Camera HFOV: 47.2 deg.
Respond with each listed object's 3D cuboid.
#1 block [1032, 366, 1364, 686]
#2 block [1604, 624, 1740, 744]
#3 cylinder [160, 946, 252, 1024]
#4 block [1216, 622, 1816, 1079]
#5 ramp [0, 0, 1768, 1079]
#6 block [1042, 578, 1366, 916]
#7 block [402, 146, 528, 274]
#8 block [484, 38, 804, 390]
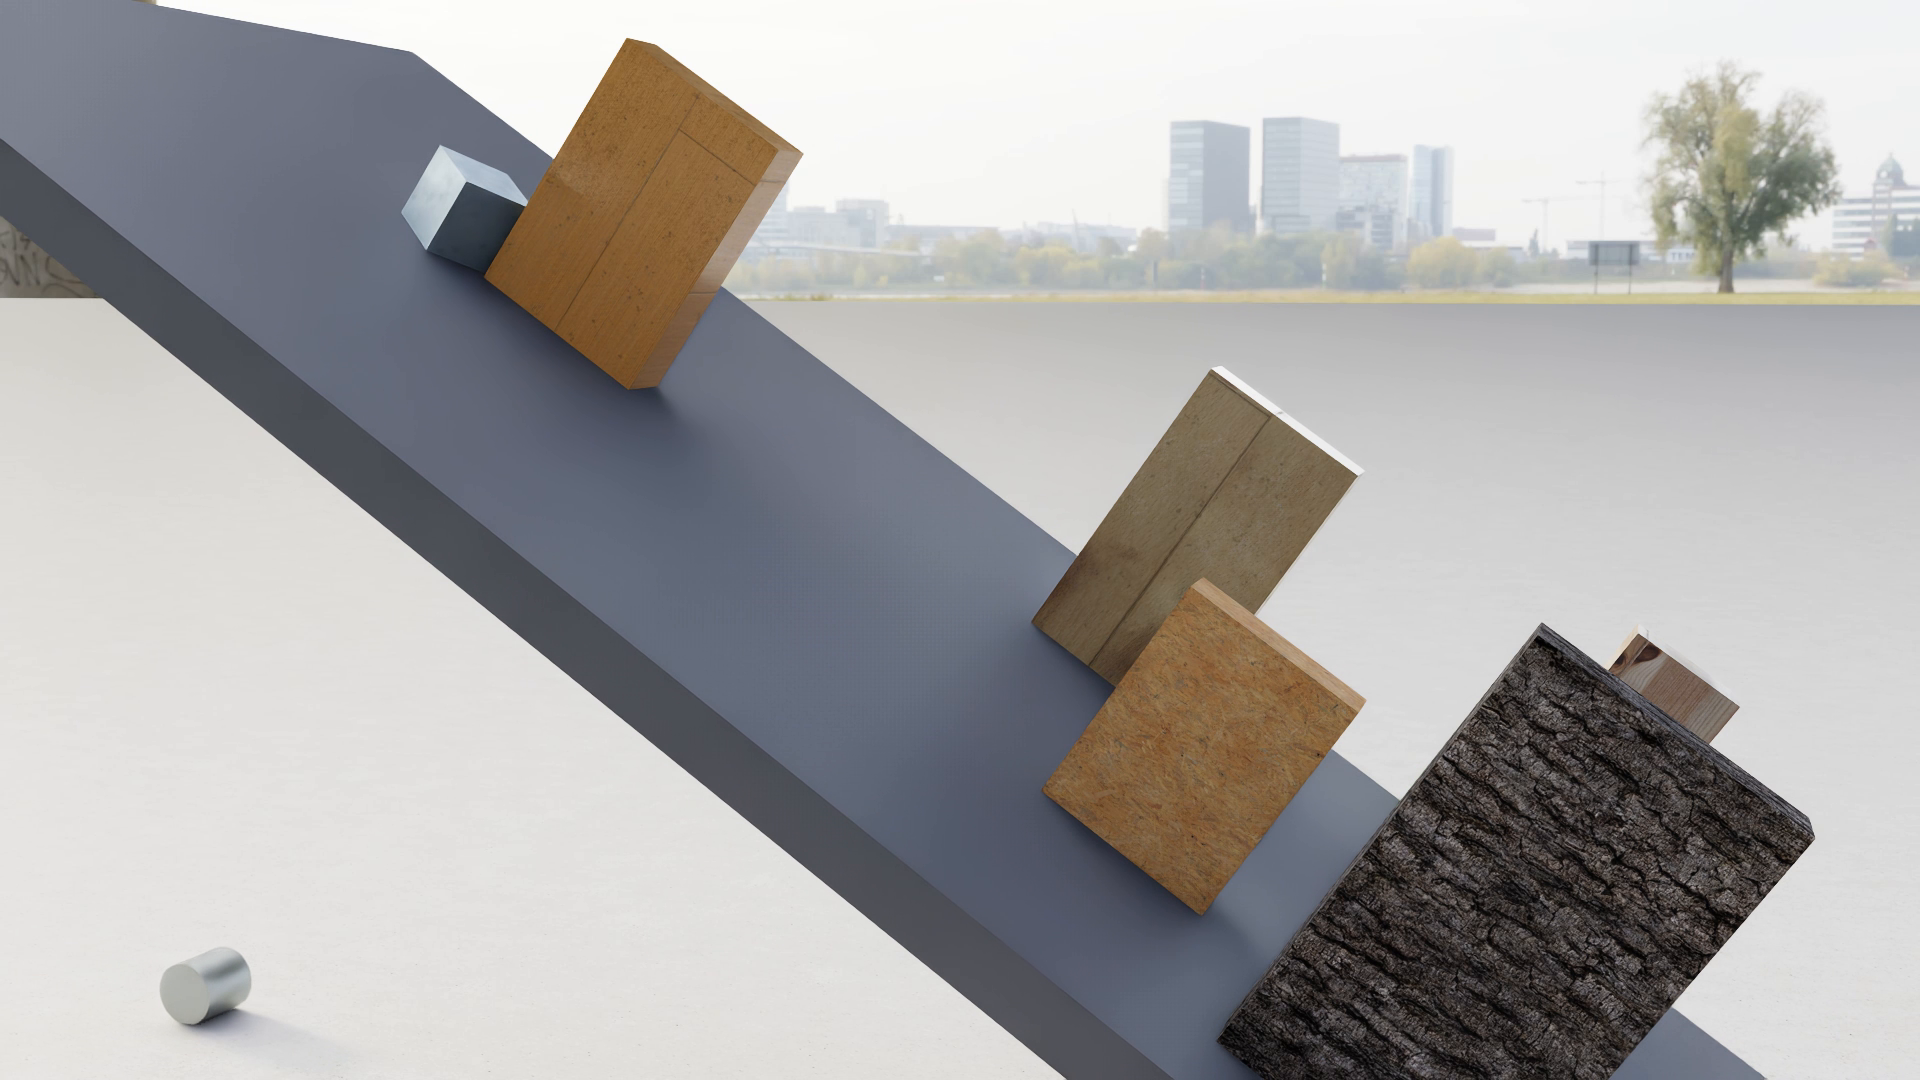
[{"bbox_3d":[0.461,0.014,4.307,0.345,0.619,0.109,37,16,10],"label":"block"},{"bbox_3d":[1.308,0.505,4.561,0.244,0.636,0.134,37,16,10],"label":"block"},{"bbox_3d":[-1.884,1.113,5.495,0.155,0.155,0.155,3,7,22],"label":"cylinder"},{"bbox_3d":[0.765,0.551,3.087,0.442,0.749,0.119,37,16,10],"label":"block"},{"bbox_3d":[-0.090,0.161,4.082,4.000,0.100,2.000,37,16,10],"label":"ramp"},{"bbox_3d":[0.394,0.334,3.576,0.329,0.426,0.109,37,16,10],"label":"block"},{"bbox_3d":[-0.941,-0.628,4.199,0.154,0.154,0.154,20,21,-43],"label":"block"},{"bbox_3d":[-0.598,-0.610,4.139,0.364,0.535,0.128,37,16,10],"label":"block"}]
